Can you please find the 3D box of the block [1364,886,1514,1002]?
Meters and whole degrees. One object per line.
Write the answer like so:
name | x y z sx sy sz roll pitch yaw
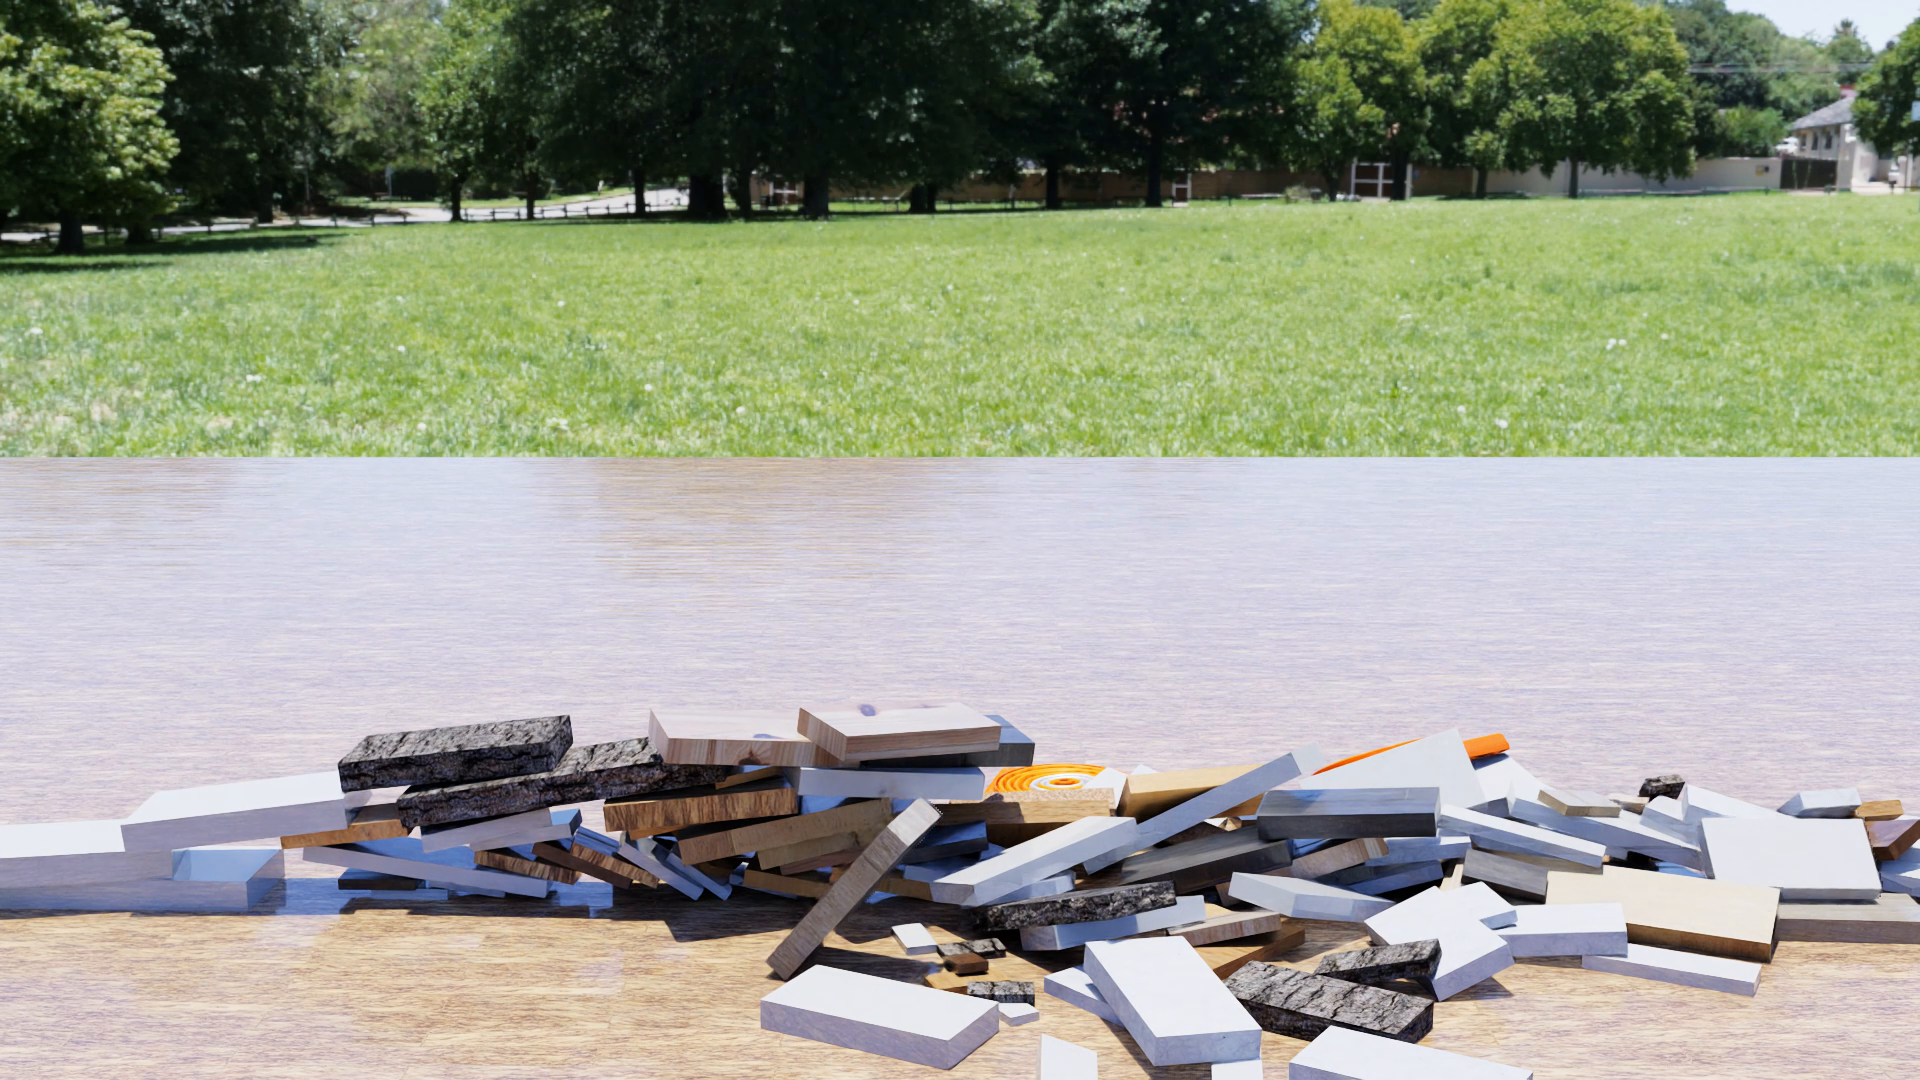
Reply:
block | 0.724 0.610 3.337 0.127 0.036 0.255 -25 14 -7

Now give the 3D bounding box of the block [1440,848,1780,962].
block | 1.033 0.577 3.514 0.509 0.037 0.130 5 33 25

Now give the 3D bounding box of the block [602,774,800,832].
block | -0.419 0.416 3.599 0.309 0.044 0.154 -6 13 -1

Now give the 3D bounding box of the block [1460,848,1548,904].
block | 0.876 0.540 3.539 0.131 0.019 0.066 13 37 12

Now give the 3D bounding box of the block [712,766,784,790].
block | -0.350 0.379 3.581 0.112 0.016 0.056 -12 11 -16

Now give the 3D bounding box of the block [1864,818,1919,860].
block | 1.507 0.503 3.670 0.091 0.026 0.183 -29 4 -27

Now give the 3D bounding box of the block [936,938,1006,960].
block | 0.018 0.634 3.394 0.097 0.014 0.049 -3 11 -16

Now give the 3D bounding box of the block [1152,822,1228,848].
block | 0.391 0.515 3.825 0.166 0.023 0.083 21 39 24

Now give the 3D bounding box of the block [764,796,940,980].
block | -0.161 0.525 3.314 0.043 0.302 0.151 43 20 6

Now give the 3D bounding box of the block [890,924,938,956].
block | -0.072 0.625 3.443 0.049 0.014 0.097 -3 11 -16

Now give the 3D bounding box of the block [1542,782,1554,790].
block | 0.993 0.444 3.927 0.083 0.023 0.166 -10 21 -29

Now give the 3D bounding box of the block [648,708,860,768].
block | -0.330 0.318 3.532 0.315 0.042 0.148 4 13 -20

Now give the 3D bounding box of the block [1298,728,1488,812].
block | 0.736 0.434 3.747 0.284 0.142 0.040 -19 -30 4

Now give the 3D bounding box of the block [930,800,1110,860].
block | 0.087 0.500 3.777 0.319 0.040 0.142 0 -34 -10

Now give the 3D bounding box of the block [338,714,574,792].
block | -0.833 0.353 3.652 0.348 0.049 0.174 -6 10 2

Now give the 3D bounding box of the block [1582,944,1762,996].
block | 1.073 0.644 3.318 0.248 0.022 0.079 5 12 27

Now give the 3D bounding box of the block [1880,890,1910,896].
block | 1.547 0.568 3.705 0.214 0.030 0.107 0 11 0

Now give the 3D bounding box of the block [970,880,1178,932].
block | 0.169 0.564 3.376 0.130 0.037 0.350 -5 -8 -36

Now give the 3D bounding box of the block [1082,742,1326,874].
block | 0.405 0.450 3.690 0.418 0.040 0.142 -29 -10 24

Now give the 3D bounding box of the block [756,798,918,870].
block | -0.200 0.472 3.656 0.284 0.040 0.142 -13 13 -6

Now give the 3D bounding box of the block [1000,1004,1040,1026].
block | 0.069 0.675 3.174 0.048 0.014 0.096 -6 12 -29

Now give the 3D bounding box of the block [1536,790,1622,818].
block | 1.042 0.443 3.698 0.131 0.019 0.066 6 15 -33

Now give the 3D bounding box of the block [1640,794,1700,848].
block | 1.271 0.495 3.691 0.232 0.033 0.116 21 14 27

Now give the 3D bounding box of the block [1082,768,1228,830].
block | 0.343 0.486 3.938 0.245 0.035 0.122 20 25 24

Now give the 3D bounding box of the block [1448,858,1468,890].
block | 0.830 0.557 3.555 0.067 0.019 0.134 4 33 24

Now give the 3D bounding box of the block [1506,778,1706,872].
block | 1.180 0.505 3.699 0.513 0.033 0.116 16 13 7

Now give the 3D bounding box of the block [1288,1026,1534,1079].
block | 0.593 0.713 2.898 0.284 0.040 0.142 6 12 31

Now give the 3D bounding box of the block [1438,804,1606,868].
block | 0.922 0.485 3.613 0.267 0.020 0.071 14 11 19

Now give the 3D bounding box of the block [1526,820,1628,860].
block | 1.039 0.499 3.705 0.155 0.022 0.077 14 10 -3

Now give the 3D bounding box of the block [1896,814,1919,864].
block | 1.619 0.506 3.716 0.091 0.026 0.183 6 12 28

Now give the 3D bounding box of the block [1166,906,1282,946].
block | 0.406 0.599 3.403 0.170 0.024 0.085 -11 0 -1

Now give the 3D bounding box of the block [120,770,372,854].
block | -1.175 0.447 3.637 0.359 0.051 0.180 -7 11 -1

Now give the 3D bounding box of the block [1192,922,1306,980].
block | 0.394 0.636 3.353 0.085 0.024 0.331 10 14 43

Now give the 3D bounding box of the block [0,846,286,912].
block | -1.479 0.562 3.679 0.645 0.051 0.180 0 11 2

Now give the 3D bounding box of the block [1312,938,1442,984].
block | 0.618 0.628 3.258 0.175 0.025 0.088 -14 4 25

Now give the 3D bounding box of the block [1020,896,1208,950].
block | 0.237 0.594 3.409 0.259 0.037 0.130 -7 -7 -24

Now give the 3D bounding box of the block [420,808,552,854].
block | -0.782 0.466 3.625 0.208 0.029 0.104 -12 10 -13

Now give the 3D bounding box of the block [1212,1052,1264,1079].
block | 0.371 0.715 2.945 0.067 0.019 0.134 1 11 6

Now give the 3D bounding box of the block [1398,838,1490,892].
block | 0.809 0.541 3.722 0.179 0.025 0.090 -18 12 -8

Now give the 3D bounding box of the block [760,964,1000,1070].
block | -0.114 0.672 3.110 0.302 0.043 0.151 6 12 28

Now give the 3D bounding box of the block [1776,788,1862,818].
block | 1.447 0.486 3.790 0.107 0.030 0.214 -2 -29 -12

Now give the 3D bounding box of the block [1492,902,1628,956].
block | 0.894 0.605 3.409 0.263 0.036 0.127 -4 9 14

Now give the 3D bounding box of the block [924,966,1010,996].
block | 0.010 0.657 3.263 0.116 0.016 0.058 -4 11 -20

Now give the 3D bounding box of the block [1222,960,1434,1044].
block | 0.514 0.669 3.135 0.284 0.040 0.142 7 12 32

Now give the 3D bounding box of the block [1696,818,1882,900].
block | 1.339 0.516 3.559 0.260 0.037 0.130 0 51 1

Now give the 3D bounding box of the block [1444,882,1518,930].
block | 0.812 0.575 3.445 0.071 0.020 0.142 -14 10 -6

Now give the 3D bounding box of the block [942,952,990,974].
block | 0.008 0.637 3.313 0.048 0.014 0.096 -4 -2 -14

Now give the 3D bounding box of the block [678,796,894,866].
block | -0.283 0.453 3.621 0.348 0.044 0.154 -12 13 1

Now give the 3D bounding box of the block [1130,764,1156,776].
block | 0.399 0.472 4.065 0.176 0.025 0.088 24 15 13

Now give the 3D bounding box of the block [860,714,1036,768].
block | -0.041 0.333 3.652 0.295 0.042 0.148 2 13 -25

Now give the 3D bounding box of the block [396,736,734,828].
block | -0.638 0.387 3.616 0.533 0.049 0.174 -9 10 4

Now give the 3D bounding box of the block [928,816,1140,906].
block | 0.123 0.519 3.575 0.343 0.035 0.122 -16 5 -36
